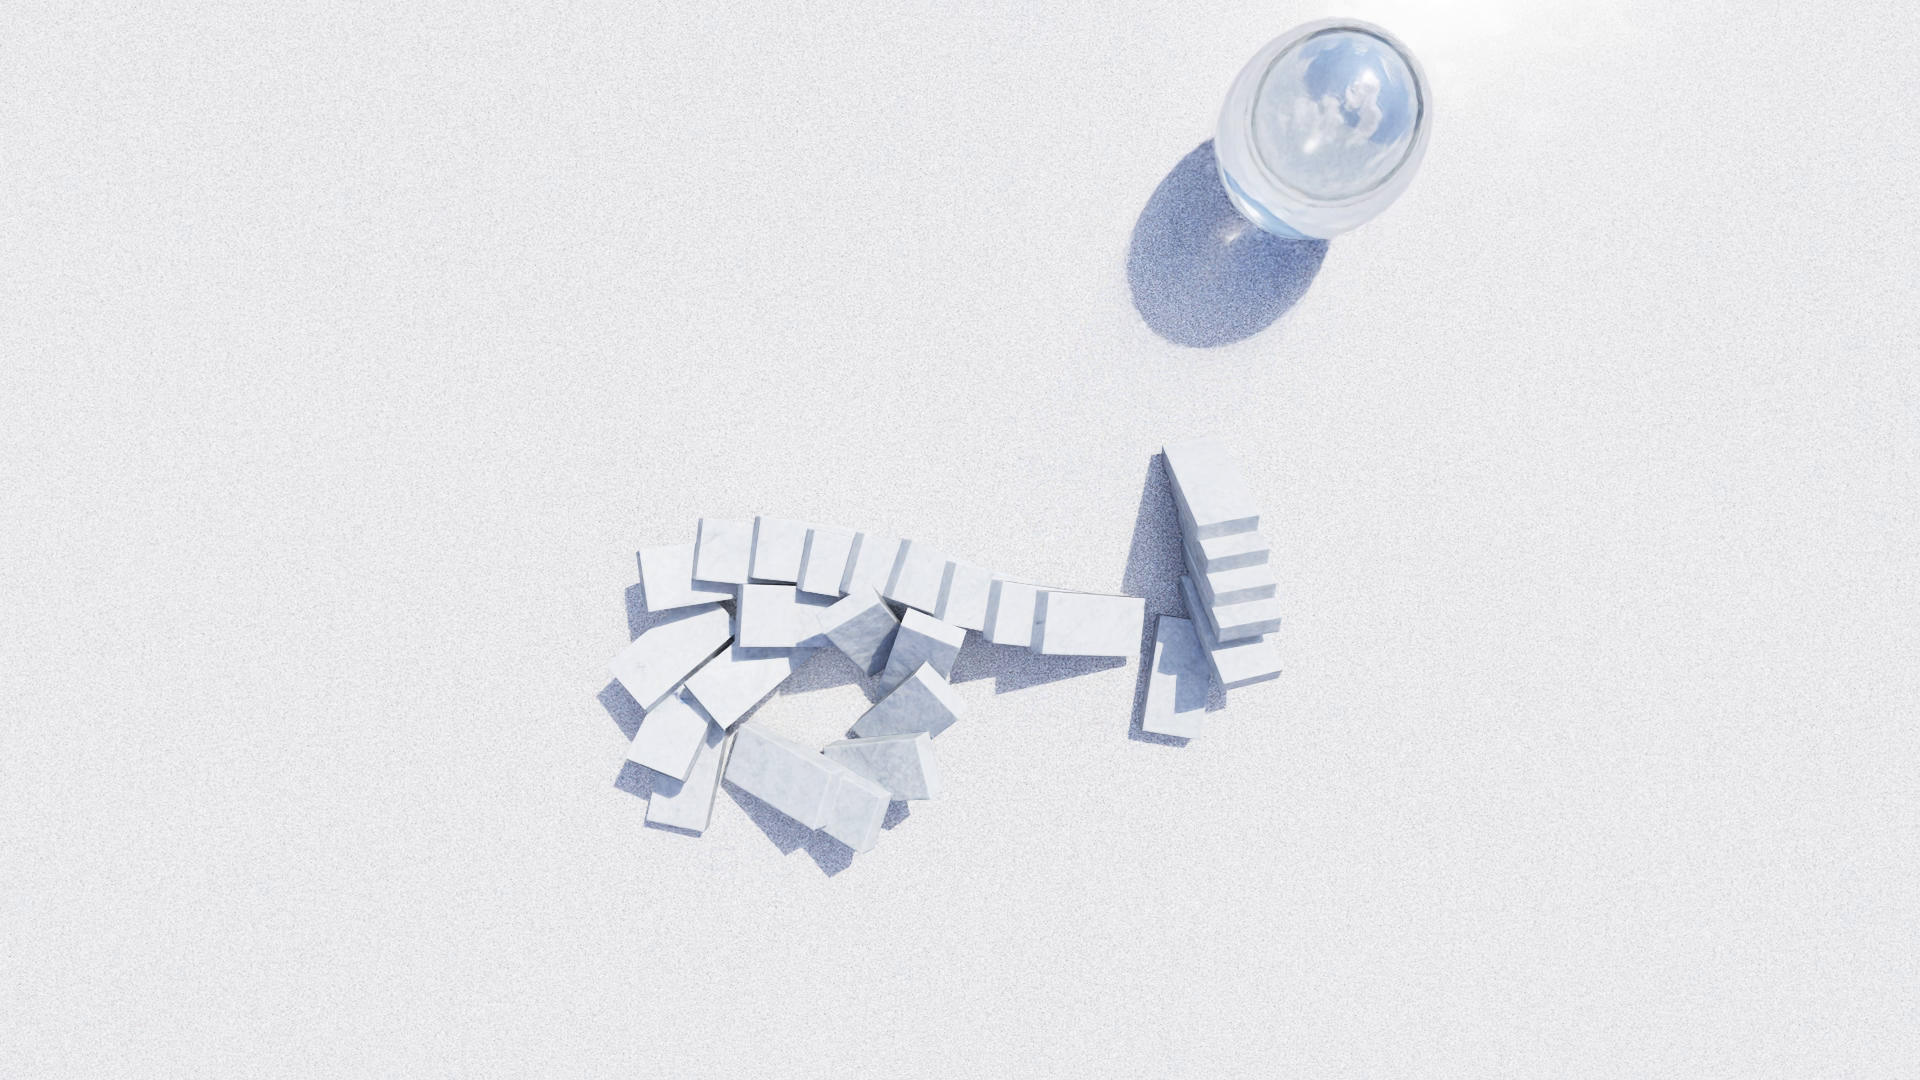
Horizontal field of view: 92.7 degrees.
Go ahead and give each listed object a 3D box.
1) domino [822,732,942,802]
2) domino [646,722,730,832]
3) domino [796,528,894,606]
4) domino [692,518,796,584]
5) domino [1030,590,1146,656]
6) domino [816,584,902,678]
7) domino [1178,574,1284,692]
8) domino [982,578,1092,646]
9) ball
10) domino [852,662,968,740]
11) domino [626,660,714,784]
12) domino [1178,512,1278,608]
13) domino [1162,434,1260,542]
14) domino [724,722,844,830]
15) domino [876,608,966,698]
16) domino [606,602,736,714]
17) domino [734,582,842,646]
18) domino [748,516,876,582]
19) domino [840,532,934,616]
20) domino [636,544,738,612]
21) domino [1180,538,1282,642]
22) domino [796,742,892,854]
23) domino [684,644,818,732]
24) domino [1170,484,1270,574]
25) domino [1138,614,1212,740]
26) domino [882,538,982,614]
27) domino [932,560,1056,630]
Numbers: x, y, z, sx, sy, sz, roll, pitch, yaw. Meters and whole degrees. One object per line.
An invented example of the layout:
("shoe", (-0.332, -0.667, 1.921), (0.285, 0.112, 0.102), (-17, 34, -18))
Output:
("domino", (-0.033, 0.095, 0.382), (0.050, 0.009, 0.025), (-13, 91, 33))
("domino", (-0.116, 0.097, 0.395), (0.025, 0.009, 0.050), (12, 90, 0))
("domino", (-0.041, 0.012, 0.384), (0.050, 0.009, 0.025), (12, 90, -28))
("domino", (-0.085, 0.006, 0.384), (0.050, 0.010, 0.025), (8, 88, -27))
("domino", (0.054, 0.035, 0.384), (0.050, 0.010, 0.025), (6, 91, -29))
("domino", (-0.037, 0.038, 0.376), (0.025, 0.050, 0.009), (-30, 58, 0))
("domino", (0.112, 0.036, 0.383), (0.025, 0.009, 0.050), (-13, 59, -3))
("domino", (0.035, 0.032, 0.384), (0.050, 0.009, 0.025), (9, 90, -29))
("ball", (0.141, -0.160, 0.360), (0.080, 0.080, 0.080), (0, 90, 0))
("domino", (-0.021, 0.074, 0.381), (0.025, 0.010, 0.050), (46, 127, -1))
("domino", (-0.116, 0.073, 0.385), (0.025, 0.010, 0.050), (20, 66, 4))
("domino", (0.109, 0.004, 0.379), (0.025, 0.010, 0.050), (-10, 46, 0))
("domino", (0.103, -0.022, 0.379), (0.025, 0.009, 0.050), (-10, 46, 0))
("domino", (-0.074, 0.098, 0.383), (0.050, 0.010, 0.025), (20, 95, 27))
("domino", (-0.017, 0.052, 0.379), (0.025, 0.010, 0.050), (21, 133, 0))
("domino", (-0.119, 0.046, 0.385), (0.050, 0.009, 0.025), (-42, 80, -20))
("domino", (-0.067, 0.032, 0.383), (0.050, 0.010, 0.025), (3, 91, -27))
("domino", (-0.062, 0.005, 0.385), (0.050, 0.009, 0.025), (7, 90, -27))
("domino", (-0.023, 0.015, 0.383), (0.050, 0.010, 0.025), (17, 87, -29))
("domino", (-0.107, 0.014, 0.384), (0.050, 0.009, 0.025), (-8, 89, -28))
("domino", (0.111, 0.018, 0.379), (0.025, 0.009, 0.050), (-10, 46, 0))
("domino", (-0.054, 0.107, 0.383), (0.050, 0.009, 0.025), (21, 96, 27))
("domino", (-0.088, 0.054, 0.386), (0.050, 0.009, 0.025), (-40, 90, -23))
("domino", (0.107, -0.009, 0.379), (0.025, 0.009, 0.050), (-10, 46, 0))
("domino", (0.094, 0.059, 0.395), (0.025, 0.009, 0.050), (9, 90, 0))
("domino", (-0.005, 0.020, 0.382), (0.050, 0.010, 0.025), (22, 84, -29))
("domino", (0.015, 0.026, 0.383), (0.050, 0.009, 0.025), (14, 88, -30))
